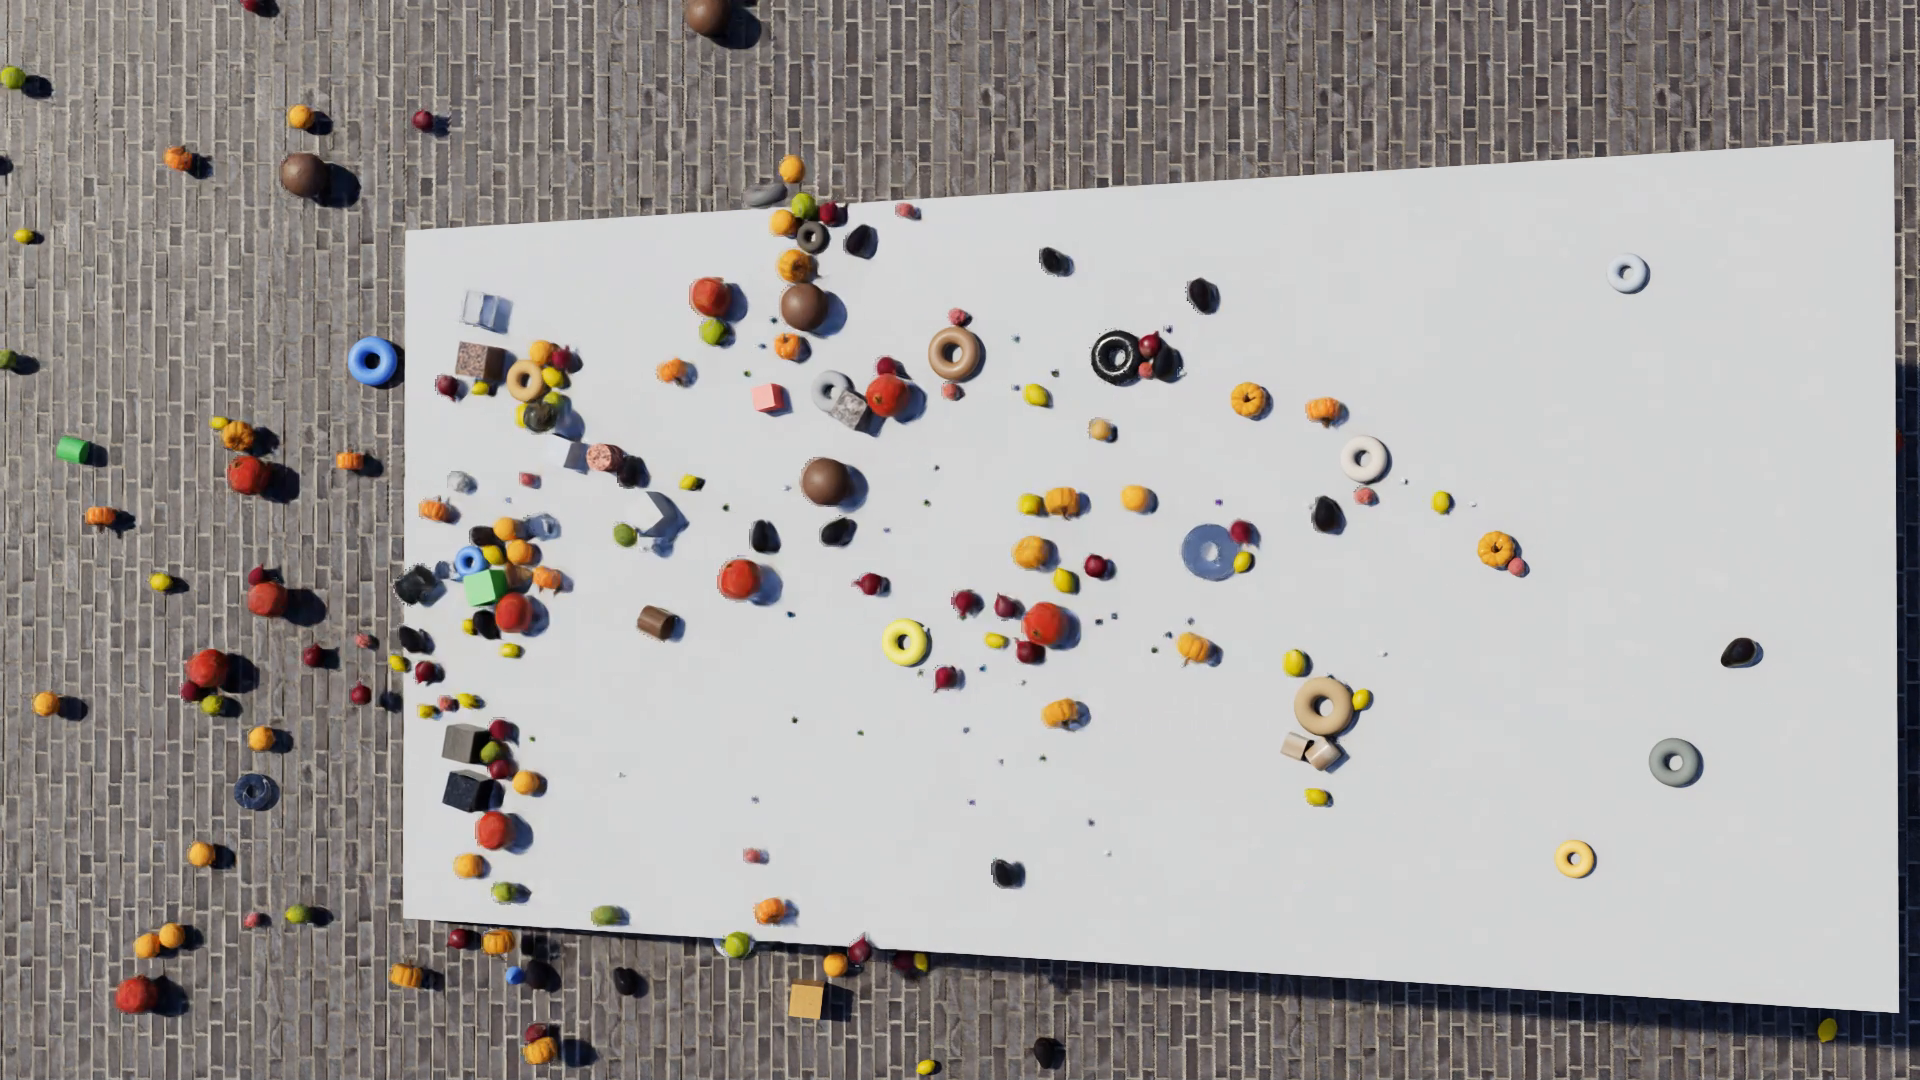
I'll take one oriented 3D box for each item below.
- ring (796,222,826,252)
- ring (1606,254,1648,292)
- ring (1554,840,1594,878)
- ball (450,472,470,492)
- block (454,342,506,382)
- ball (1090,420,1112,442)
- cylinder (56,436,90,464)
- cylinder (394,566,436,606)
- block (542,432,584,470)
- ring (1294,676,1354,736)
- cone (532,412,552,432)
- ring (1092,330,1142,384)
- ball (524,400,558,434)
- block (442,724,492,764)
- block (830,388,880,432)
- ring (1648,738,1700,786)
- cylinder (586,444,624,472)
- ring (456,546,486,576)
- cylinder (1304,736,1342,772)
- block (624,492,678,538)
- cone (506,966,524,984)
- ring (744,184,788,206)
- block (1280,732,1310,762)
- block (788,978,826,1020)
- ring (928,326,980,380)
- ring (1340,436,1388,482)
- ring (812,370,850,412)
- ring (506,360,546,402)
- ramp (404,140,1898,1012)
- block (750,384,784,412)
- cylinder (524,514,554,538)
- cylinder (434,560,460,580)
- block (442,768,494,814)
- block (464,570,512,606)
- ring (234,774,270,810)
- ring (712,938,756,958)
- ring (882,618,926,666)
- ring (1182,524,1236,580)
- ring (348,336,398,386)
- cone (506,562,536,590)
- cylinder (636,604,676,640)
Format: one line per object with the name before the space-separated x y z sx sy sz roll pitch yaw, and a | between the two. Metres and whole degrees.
ring | -0.402 -0.820 5.954 0.087 0.029 0.087 0 91 20
ring | 1.585 -0.636 5.230 0.094 0.031 0.094 0 90 19
ring | 1.467 0.762 5.254 0.092 0.031 0.092 0 89 19
ball | -1.436 -0.165 6.305 0.057 0.057 0.057 0 89 0
block | -1.367 -0.509 6.265 0.094 0.094 0.094 10 93 20
ball | 0.363 -0.282 5.655 0.056 0.056 0.056 0 89 0
cylinder | -2.606 -0.266 6.463 0.066 0.066 0.066 17 89 0
cylinder | -1.569 0.130 6.335 0.083 0.083 0.083 -38 89 16
block | -1.116 -0.250 6.180 0.077 0.077 0.077 22 97 19
ring | 0.902 0.413 5.453 0.149 0.050 0.149 1 93 22
cone | -1.193 -0.346 6.237 0.056 0.056 0.056 -29 51 0
ring | 0.403 -0.470 5.648 0.139 0.046 0.139 -1 88 21
ball | -1.173 -0.344 6.141 0.093 0.093 0.093 0 89 0
block | -1.405 0.580 6.265 0.093 0.093 0.093 11 93 20
block | -0.281 -0.346 5.875 0.082 0.082 0.082 33 100 17
ring | 1.681 0.523 5.176 0.115 0.038 0.115 -1 88 21
cylinder | -0.989 -0.229 6.133 0.077 0.077 0.077 0 89 20
ring | -1.402 0.064 6.304 0.097 0.032 0.097 0 90 19
cylinder | 0.899 0.529 5.445 0.065 0.065 0.065 -43 89 14
block | -0.855 -0.071 6.076 0.090 0.090 0.090 -41 77 15
cone | -1.312 1.283 6.449 0.054 0.054 0.054 0 89 0
ring | -0.535 -0.951 6.062 0.126 0.126 0.042 -11 110 0
block | 0.835 0.514 5.474 0.054 0.054 0.054 22 97 19
block | -0.448 1.341 6.429 0.092 0.092 0.092 6 89 0
ring | -0.016 -0.492 5.800 0.144 0.048 0.144 0 90 19
ring | 0.996 -0.201 5.433 0.118 0.039 0.118 -1 88 20
ring | -0.348 -0.400 5.924 0.115 0.038 0.115 0 91 20
ring | -1.230 -0.452 6.243 0.124 0.041 0.124 -1 88 19
ramp | 0.280 0.090 5.763 4.000 0.100 2.000 0 89 20
block | -0.523 -0.386 5.974 0.062 0.062 0.062 -12 85 19
cylinder | -1.189 -0.039 6.212 0.060 0.060 0.060 -14 89 19
cylinder | -1.472 0.087 6.317 0.054 0.054 0.054 0 89 20
block | -1.400 0.714 6.261 0.093 0.093 0.093 17 95 19
block | -1.342 0.136 6.252 0.087 0.087 0.087 -16 84 19
ring | -2.081 0.739 6.466 0.108 0.036 0.108 0 90 -1
ring | -0.662 1.165 6.457 0.128 0.043 0.128 0 88 -1
ring | -0.148 0.272 5.841 0.127 0.042 0.127 0 90 19
ring | 0.629 0.029 5.559 0.143 0.048 0.143 0 90 19
ring | -1.729 -0.527 6.476 0.145 0.048 0.145 0 88 1
cone | -1.242 0.099 6.241 0.085 0.085 0.085 -5 89 -7
cylinder | -0.839 0.228 6.072 0.076 0.076 0.076 24 89 19
